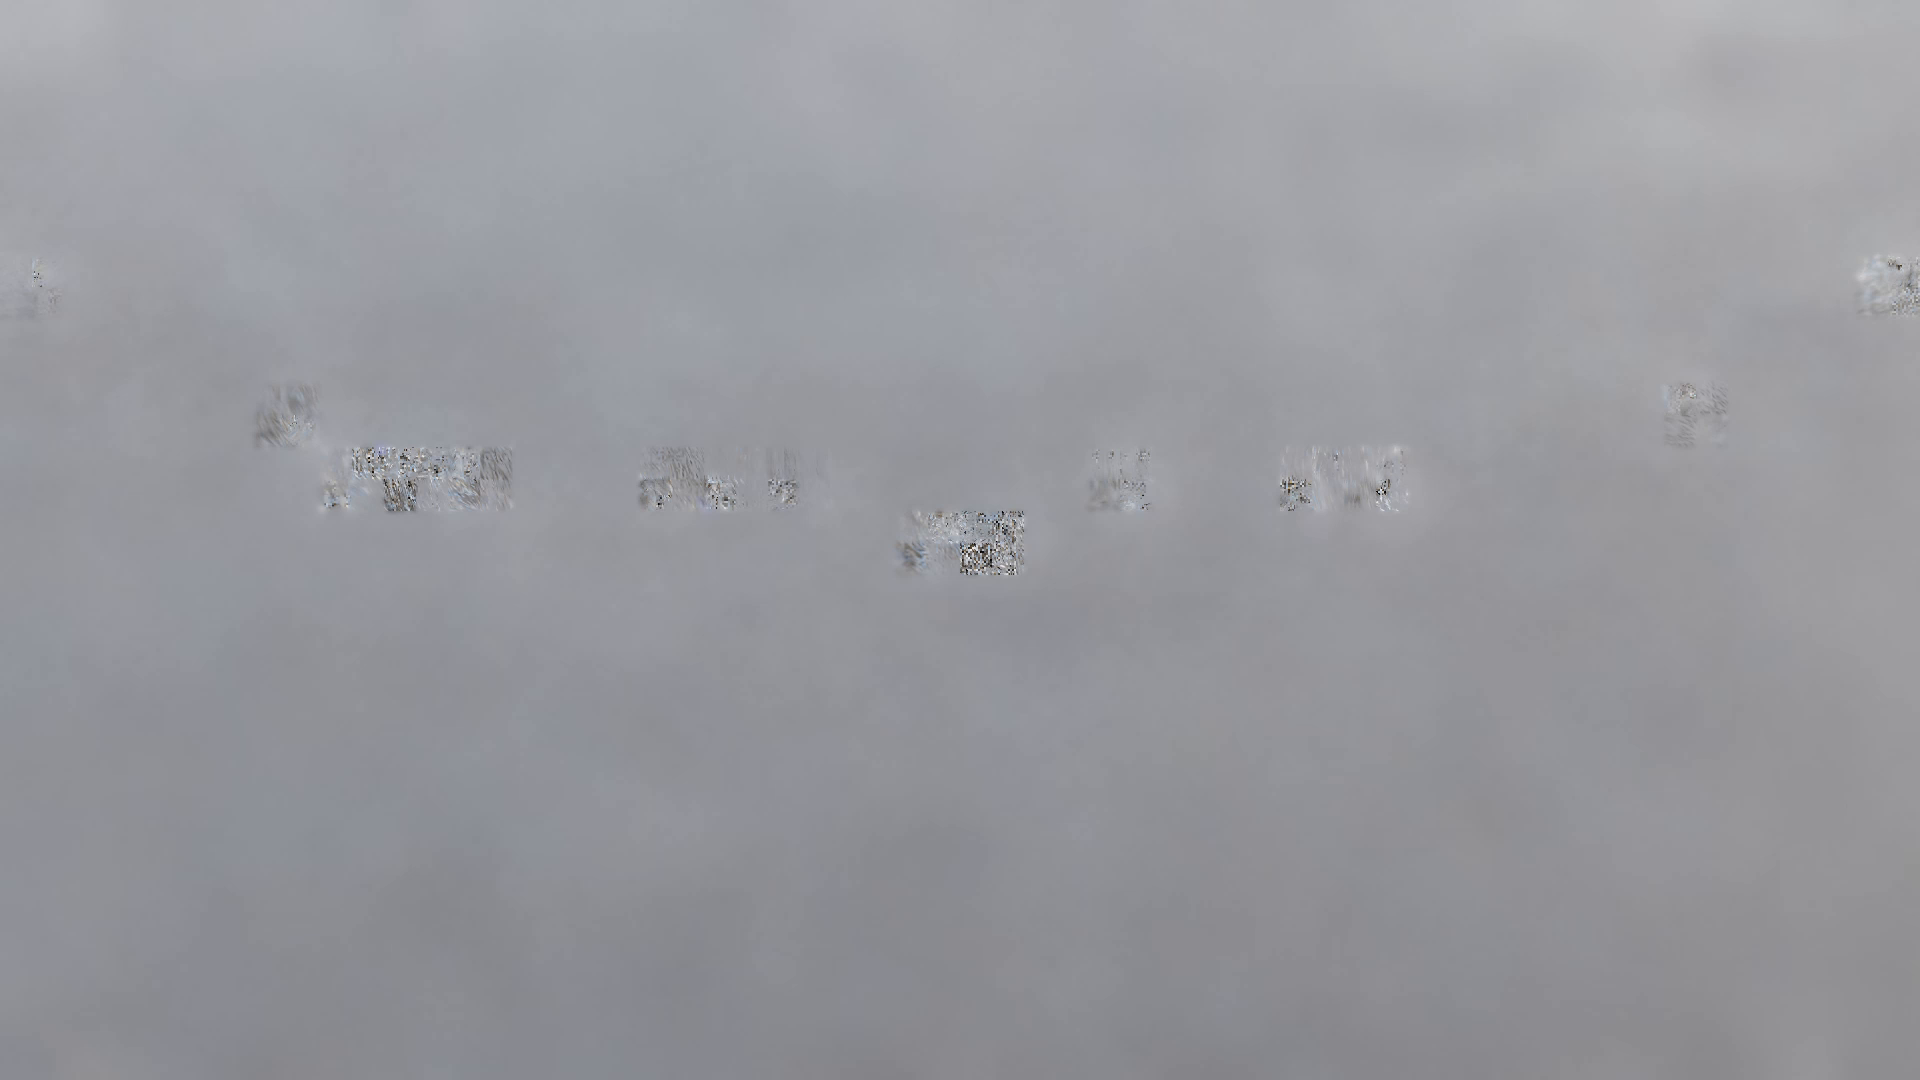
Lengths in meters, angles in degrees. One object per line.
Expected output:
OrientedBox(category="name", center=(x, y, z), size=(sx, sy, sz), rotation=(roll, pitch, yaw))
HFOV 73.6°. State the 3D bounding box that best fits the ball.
OrientedBox(category="ball", center=(0.000, -0.002, 0.056), size=(0.080, 0.080, 0.080), rotation=(0, 4, 0))
